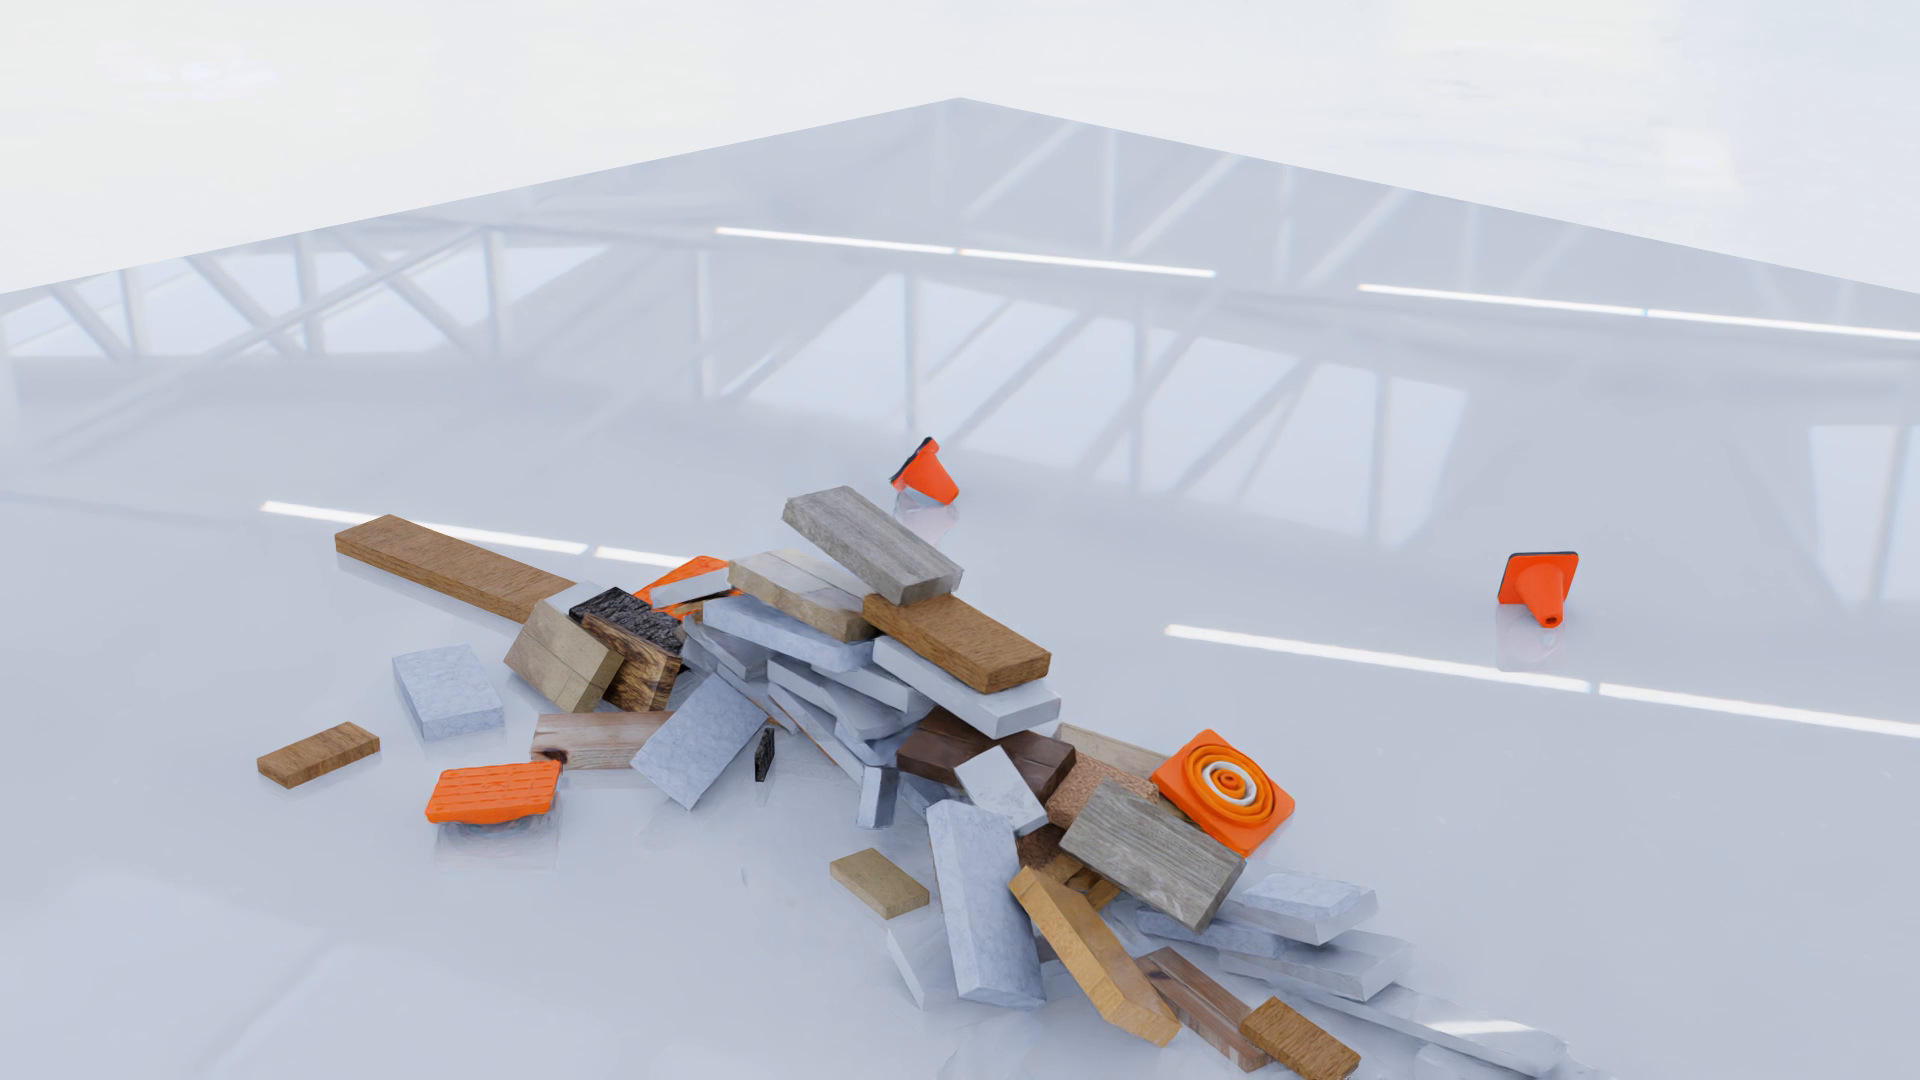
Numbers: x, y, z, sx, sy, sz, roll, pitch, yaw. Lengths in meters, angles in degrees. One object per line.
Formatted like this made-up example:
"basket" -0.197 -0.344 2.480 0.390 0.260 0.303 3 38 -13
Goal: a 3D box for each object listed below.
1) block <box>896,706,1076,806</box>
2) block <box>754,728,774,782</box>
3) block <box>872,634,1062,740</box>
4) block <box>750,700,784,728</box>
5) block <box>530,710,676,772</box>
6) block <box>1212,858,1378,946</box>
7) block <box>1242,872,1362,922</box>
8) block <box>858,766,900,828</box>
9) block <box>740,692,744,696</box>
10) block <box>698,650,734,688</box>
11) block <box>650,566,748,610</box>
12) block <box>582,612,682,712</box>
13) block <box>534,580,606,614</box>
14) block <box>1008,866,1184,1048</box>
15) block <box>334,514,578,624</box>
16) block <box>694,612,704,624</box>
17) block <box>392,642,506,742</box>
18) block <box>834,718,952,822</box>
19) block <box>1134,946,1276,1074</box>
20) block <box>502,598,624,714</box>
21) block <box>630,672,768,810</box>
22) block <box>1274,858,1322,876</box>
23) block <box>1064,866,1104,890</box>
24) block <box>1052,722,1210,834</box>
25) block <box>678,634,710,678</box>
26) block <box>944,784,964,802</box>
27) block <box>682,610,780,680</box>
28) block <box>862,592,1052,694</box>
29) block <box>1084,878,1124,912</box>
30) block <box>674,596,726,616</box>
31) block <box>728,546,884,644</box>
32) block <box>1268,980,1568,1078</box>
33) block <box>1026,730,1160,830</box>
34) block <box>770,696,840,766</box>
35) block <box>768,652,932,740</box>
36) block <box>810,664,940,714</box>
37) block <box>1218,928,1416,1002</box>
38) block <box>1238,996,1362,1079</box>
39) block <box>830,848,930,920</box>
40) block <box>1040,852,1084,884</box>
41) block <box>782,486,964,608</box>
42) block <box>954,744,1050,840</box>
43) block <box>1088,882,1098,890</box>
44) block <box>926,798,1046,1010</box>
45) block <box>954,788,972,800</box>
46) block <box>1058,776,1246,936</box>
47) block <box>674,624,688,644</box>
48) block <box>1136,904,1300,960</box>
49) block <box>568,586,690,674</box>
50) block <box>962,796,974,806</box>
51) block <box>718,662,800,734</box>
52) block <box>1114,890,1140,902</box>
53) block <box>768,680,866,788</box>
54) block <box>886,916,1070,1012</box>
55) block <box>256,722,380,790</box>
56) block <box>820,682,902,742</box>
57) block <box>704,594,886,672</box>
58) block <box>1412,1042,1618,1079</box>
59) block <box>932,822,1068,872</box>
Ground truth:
"block" 0.049 0.418 4.220 0.309 0.044 0.154 14 41 28
"block" -0.410 0.451 4.619 0.017 0.062 0.123 3 23 6
"block" 0.012 0.272 4.339 0.178 0.050 0.355 -14 33 -42
"block" -0.420 0.373 4.810 0.106 0.015 0.053 18 47 8
"block" -0.737 0.427 4.693 0.336 0.048 0.168 -1 23 -3
"block" 0.572 0.641 3.911 0.156 0.044 0.311 -20 15 -35
"block" 0.594 0.620 3.822 0.184 0.026 0.092 2 18 45
"block" -0.158 0.502 4.309 0.032 0.113 0.226 7 -5 8
"block" -0.445 0.346 4.864 0.053 0.015 0.106 -22 60 -42
"block" -0.508 0.305 4.899 0.079 0.022 0.158 -22 68 -42
"block" -0.531 0.103 4.908 0.168 0.048 0.336 -4 -6 -39
"block" -0.752 0.284 4.890 0.310 0.155 0.044 22 4 42
"block" -0.803 0.210 5.126 0.350 0.050 0.175 25 32 27
"block" 0.231 0.716 3.796 0.175 0.049 0.349 34 11 -42
"block" -1.212 0.087 5.492 0.885 0.050 0.175 17 28 35
"block" -0.538 0.159 4.862 0.062 0.017 0.123 -16 -2 -31
"block" -1.144 0.336 4.906 0.175 0.050 0.350 -10 25 -22
"block" -0.089 0.452 4.531 0.167 0.047 0.335 -19 44 -37
"block" 0.427 0.811 3.815 0.098 0.028 0.339 -14 27 -30
"block" -0.890 0.268 4.924 0.048 0.168 0.336 32 -3 -42
"block" -0.542 0.418 4.618 0.155 0.044 0.370 38 29 1
"block" 0.652 0.635 4.247 0.094 0.013 0.047 3 23 7
"block" 0.264 0.613 4.212 0.095 0.027 0.190 -8 16 47
"block" 0.338 0.479 4.366 0.321 0.046 0.161 19 38 -13
"block" -0.552 0.278 4.932 0.158 0.022 0.079 34 43 -11
"block" 0.028 0.508 4.417 0.085 0.024 0.171 -19 63 -37
"block" -0.496 0.223 4.885 0.123 0.035 0.247 -17 36 -36
"block" -0.009 0.191 4.384 0.179 0.051 0.357 -12 32 -44
"block" 0.259 0.666 4.107 0.094 0.013 0.047 -41 30 -2
"block" -0.579 0.147 4.924 0.123 0.017 0.062 -13 -2 43
"block" -0.299 0.111 4.598 0.357 0.051 0.179 25 25 37
"block" 0.767 0.801 3.738 0.539 0.026 0.092 11 24 44
"block" 0.138 0.447 4.242 0.489 0.044 0.154 20 43 35
"block" -0.288 0.379 4.730 0.123 0.035 0.247 -18 47 -37
"block" -0.230 0.306 4.636 0.335 0.047 0.167 25 34 36
"block" -0.137 0.271 4.510 0.178 0.050 0.355 -8 16 -35
"block" 0.626 0.731 3.870 0.156 0.044 0.311 -22 17 -41
"block" 0.568 0.844 3.680 0.184 0.026 0.092 31 40 32
"block" -0.154 0.653 4.186 0.098 0.028 0.196 -16 28 -32
"block" 0.169 0.634 4.109 0.047 0.013 0.444 40 52 20
"block" -0.182 0.009 4.542 0.357 0.051 0.179 36 32 31
"block" 0.076 0.473 4.085 0.098 0.028 0.196 -27 45 -10
"block" 0.310 0.635 4.162 0.154 0.022 0.077 -9 11 44
"block" 0.045 0.636 3.844 0.175 0.049 0.349 23 45 -44
"block" 0.025 0.447 4.338 0.113 0.032 0.226 -32 41 -28
"block" 0.346 0.568 3.972 0.309 0.044 0.154 28 76 32
"block" -0.570 0.249 4.977 0.158 0.022 0.079 51 40 7
"block" 0.490 0.684 3.993 0.156 0.044 0.311 -22 17 -41
"block" -0.731 0.212 5.046 0.310 0.044 0.155 25 32 27
"block" 0.060 0.495 4.331 0.095 0.027 0.377 8 38 4
"block" -0.404 0.323 4.832 0.247 0.035 0.123 35 40 29
"block" 0.364 0.650 4.118 0.077 0.022 0.154 -22 6 -41
"block" -0.241 0.380 4.673 0.167 0.047 0.335 -20 47 -38
"block" 0.050 0.730 3.930 0.321 0.046 0.161 -10 40 -23
"block" -1.355 0.454 4.651 0.113 0.032 0.226 19 30 38
"block" -0.203 0.342 4.486 0.095 0.027 0.190 -12 31 -25
"block" -0.333 0.187 4.624 0.178 0.050 0.456 -11 18 -41
"block" 1.139 0.972 3.406 0.914 0.049 0.175 21 31 40
"block" 0.170 0.548 4.255 0.161 0.046 0.510 44 40 19
